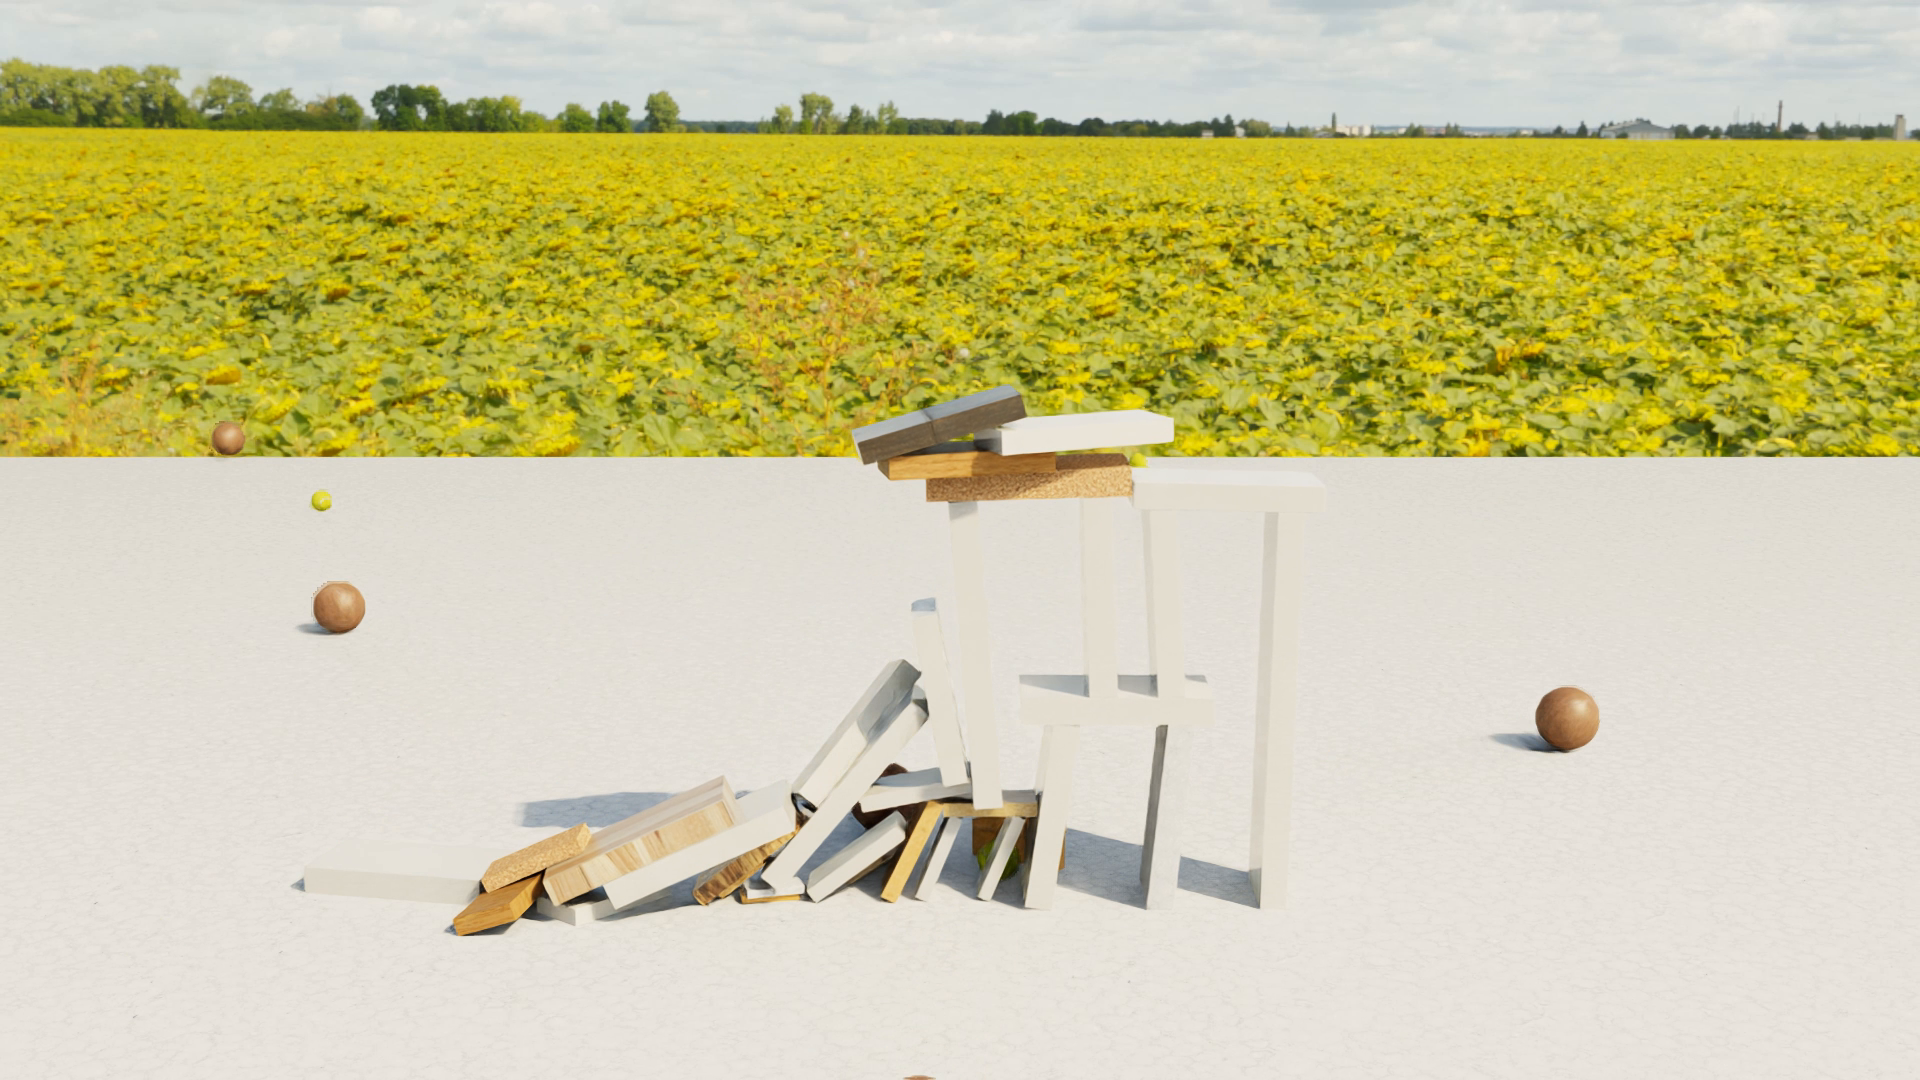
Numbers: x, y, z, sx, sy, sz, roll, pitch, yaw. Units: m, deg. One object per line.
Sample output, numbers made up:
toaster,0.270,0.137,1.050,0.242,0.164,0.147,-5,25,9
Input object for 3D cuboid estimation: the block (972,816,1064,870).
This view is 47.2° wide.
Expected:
block,0.101,0.517,3.825,0.172,0.086,0.024,6,12,31

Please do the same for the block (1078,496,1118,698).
block,0.224,0.077,3.577,0.046,0.325,0.162,-2,11,1

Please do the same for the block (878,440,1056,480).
block,0.009,-0.129,3.475,0.263,0.037,0.131,-3,11,-10

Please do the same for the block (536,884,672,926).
block,-0.585,0.584,3.621,0.100,0.028,0.201,9,14,41

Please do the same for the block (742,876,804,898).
block,-0.309,0.575,3.638,0.095,0.013,0.047,-3,11,-16

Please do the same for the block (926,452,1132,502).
block,0.108,-0.101,3.540,0.325,0.046,0.162,-2,11,0

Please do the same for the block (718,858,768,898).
block,-0.360,0.556,3.657,0.095,0.013,0.047,-39,6,9

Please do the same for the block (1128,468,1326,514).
block,0.425,-0.080,3.543,0.303,0.043,0.152,1,11,-1

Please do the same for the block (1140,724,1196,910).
block,0.342,0.436,3.638,0.044,0.310,0.155,5,10,-1

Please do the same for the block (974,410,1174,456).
block,0.178,-0.171,3.471,0.287,0.037,0.131,-5,11,-19

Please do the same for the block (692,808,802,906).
block,-0.351,0.519,3.641,0.201,0.028,0.100,-38,8,8

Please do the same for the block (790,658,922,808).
block,-0.179,0.325,3.690,0.040,0.282,0.141,40,-13,-6

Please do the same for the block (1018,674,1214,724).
block,0.253,0.261,3.605,0.310,0.044,0.155,0,11,0

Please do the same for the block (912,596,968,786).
block,-0.033,0.247,3.595,0.040,0.282,0.141,-10,11,1

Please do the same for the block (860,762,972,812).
block,-0.071,0.407,3.631,0.184,0.026,0.092,-11,11,2

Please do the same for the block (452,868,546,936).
block,-0.734,0.580,3.559,0.100,0.028,0.201,-17,7,12

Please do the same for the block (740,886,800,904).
block,-0.316,0.587,3.651,0.095,0.013,0.047,-2,11,-10

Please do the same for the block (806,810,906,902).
block,-0.171,0.526,3.656,0.184,0.026,0.092,-36,9,6

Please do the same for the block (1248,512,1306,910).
block,0.519,0.266,3.608,0.043,0.658,0.152,1,11,0

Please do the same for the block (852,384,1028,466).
block,-0.035,-0.182,3.441,0.263,0.037,0.131,-17,13,-4

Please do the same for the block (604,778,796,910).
block,-0.420,0.493,3.580,0.314,0.044,0.157,-24,11,2

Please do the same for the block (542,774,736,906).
block,-0.520,0.487,3.583,0.314,0.044,0.157,-24,11,-1

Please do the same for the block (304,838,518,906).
block,-0.924,0.559,3.713,0.314,0.044,0.157,2,11,12

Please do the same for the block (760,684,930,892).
block,-0.187,0.406,3.639,0.040,0.384,0.141,40,7,-6

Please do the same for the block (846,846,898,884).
block,-0.129,0.535,3.769,0.086,0.024,0.172,-38,-7,26

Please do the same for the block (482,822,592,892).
block,-0.695,0.521,3.612,0.172,0.024,0.086,-23,10,5

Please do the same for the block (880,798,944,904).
block,-0.079,0.503,3.653,0.026,0.185,0.092,25,9,-6

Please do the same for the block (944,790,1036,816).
block,0.049,0.435,3.633,0.152,0.022,0.076,0,11,-1

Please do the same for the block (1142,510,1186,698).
block,0.330,0.089,3.573,0.043,0.303,0.152,-4,11,0

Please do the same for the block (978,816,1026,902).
block,0.068,0.517,3.654,0.022,0.152,0.076,23,10,-4

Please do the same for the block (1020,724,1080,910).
block,0.148,0.436,3.637,0.044,0.311,0.155,8,10,-3

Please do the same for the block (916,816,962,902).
block,-0.034,0.517,3.653,0.022,0.152,0.076,22,10,-4

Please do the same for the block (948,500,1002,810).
block,0.026,0.173,3.593,0.046,0.506,0.162,-5,10,1
